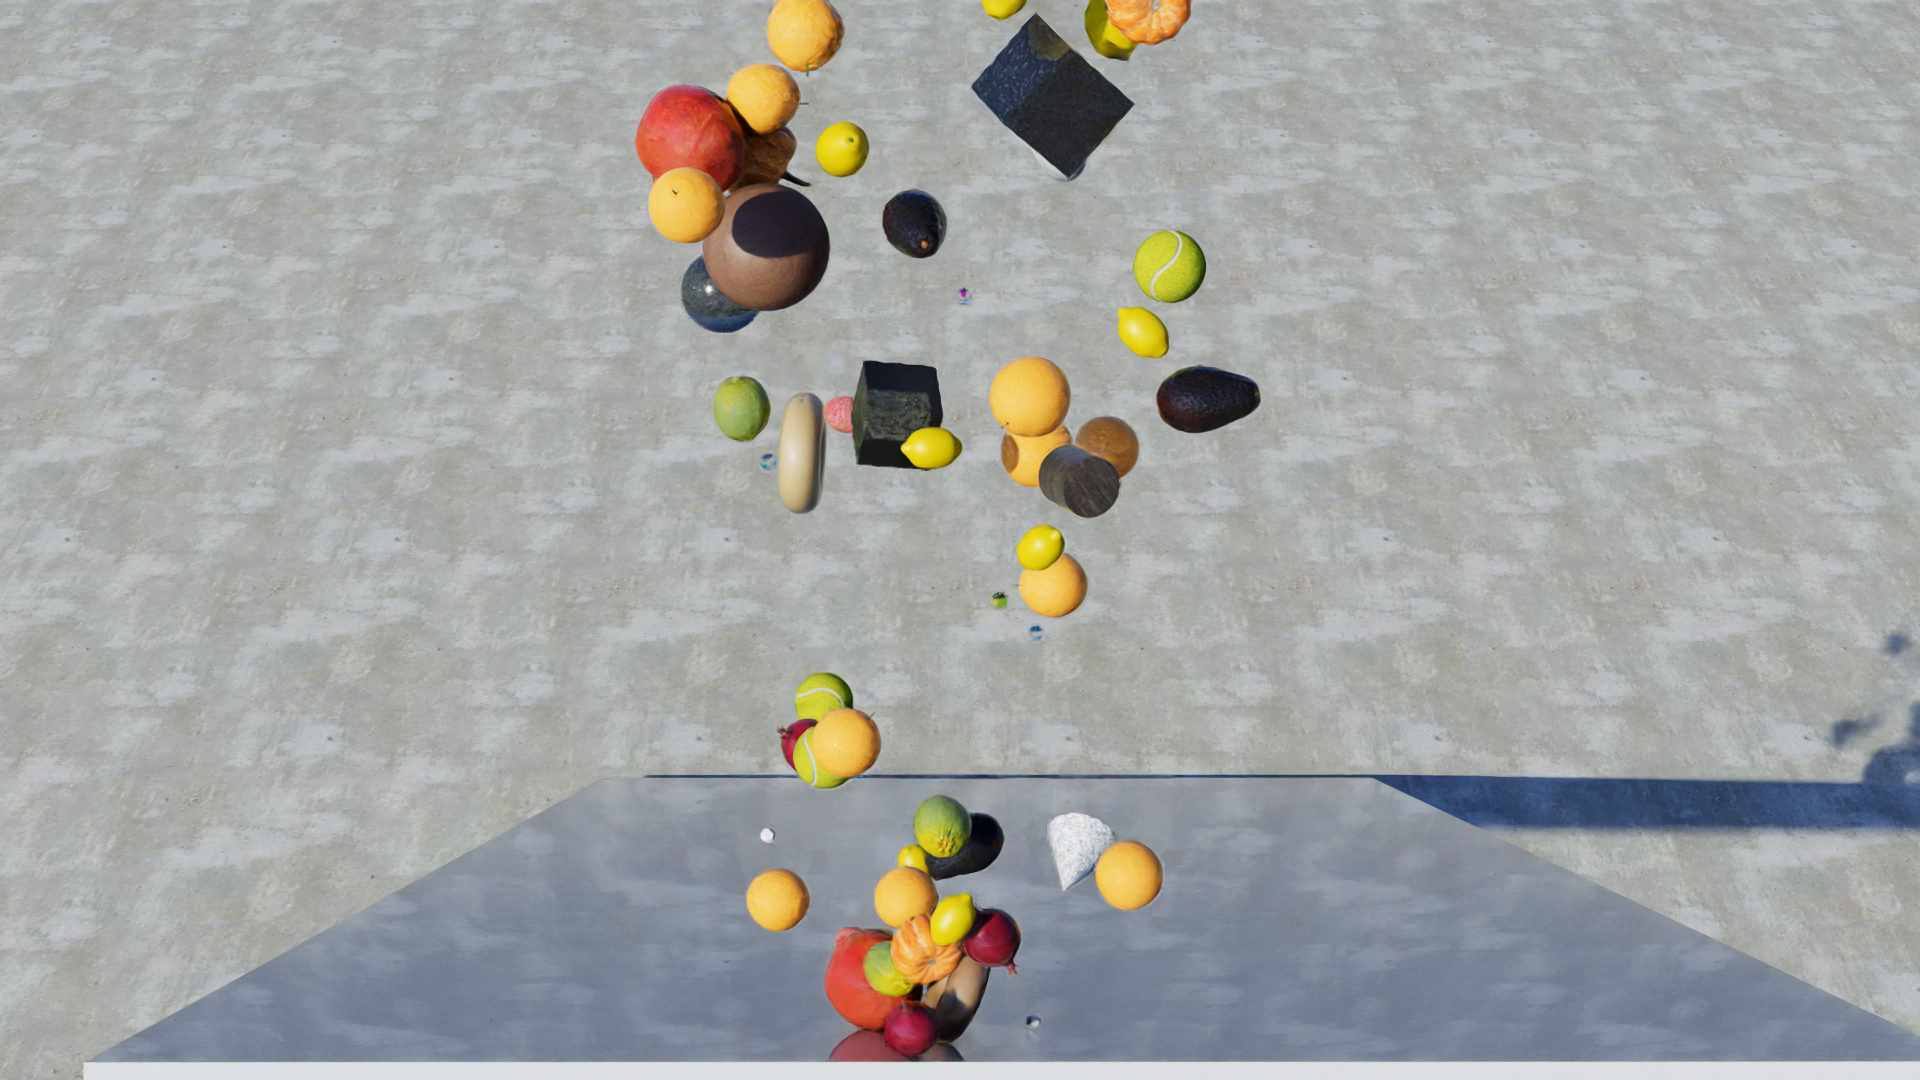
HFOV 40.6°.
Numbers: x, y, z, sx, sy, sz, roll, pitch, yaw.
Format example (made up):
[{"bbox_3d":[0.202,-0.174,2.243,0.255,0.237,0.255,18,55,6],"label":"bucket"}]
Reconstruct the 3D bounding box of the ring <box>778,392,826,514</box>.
[{"bbox_3d":[-0.172,-0.095,2.838,0.045,0.134,0.134,3,33,0],"label":"ring"}]

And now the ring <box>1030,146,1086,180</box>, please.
[{"bbox_3d":[0.080,-0.412,2.552,0.043,0.130,0.130,-32,35,4],"label":"ring"}]

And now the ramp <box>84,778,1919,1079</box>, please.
[{"bbox_3d":[0.072,0.635,4.741,2.000,0.100,4.000,0,-1,0],"label":"ramp"}]

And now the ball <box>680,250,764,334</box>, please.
[{"bbox_3d":[-0.254,-0.266,2.778,0.090,0.090,0.090,0,33,0],"label":"ball"}]

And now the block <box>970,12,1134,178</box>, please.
[{"bbox_3d":[0.085,-0.409,2.385,0.090,0.090,0.090,35,13,-35],"label":"block"}]

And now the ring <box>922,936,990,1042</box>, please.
[{"bbox_3d":[-0.004,0.495,2.864,0.042,0.125,0.125,24,32,-9],"label":"ring"}]

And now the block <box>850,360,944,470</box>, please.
[{"bbox_3d":[-0.061,-0.120,2.500,0.071,0.071,0.071,4,44,-13],"label":"block"}]
